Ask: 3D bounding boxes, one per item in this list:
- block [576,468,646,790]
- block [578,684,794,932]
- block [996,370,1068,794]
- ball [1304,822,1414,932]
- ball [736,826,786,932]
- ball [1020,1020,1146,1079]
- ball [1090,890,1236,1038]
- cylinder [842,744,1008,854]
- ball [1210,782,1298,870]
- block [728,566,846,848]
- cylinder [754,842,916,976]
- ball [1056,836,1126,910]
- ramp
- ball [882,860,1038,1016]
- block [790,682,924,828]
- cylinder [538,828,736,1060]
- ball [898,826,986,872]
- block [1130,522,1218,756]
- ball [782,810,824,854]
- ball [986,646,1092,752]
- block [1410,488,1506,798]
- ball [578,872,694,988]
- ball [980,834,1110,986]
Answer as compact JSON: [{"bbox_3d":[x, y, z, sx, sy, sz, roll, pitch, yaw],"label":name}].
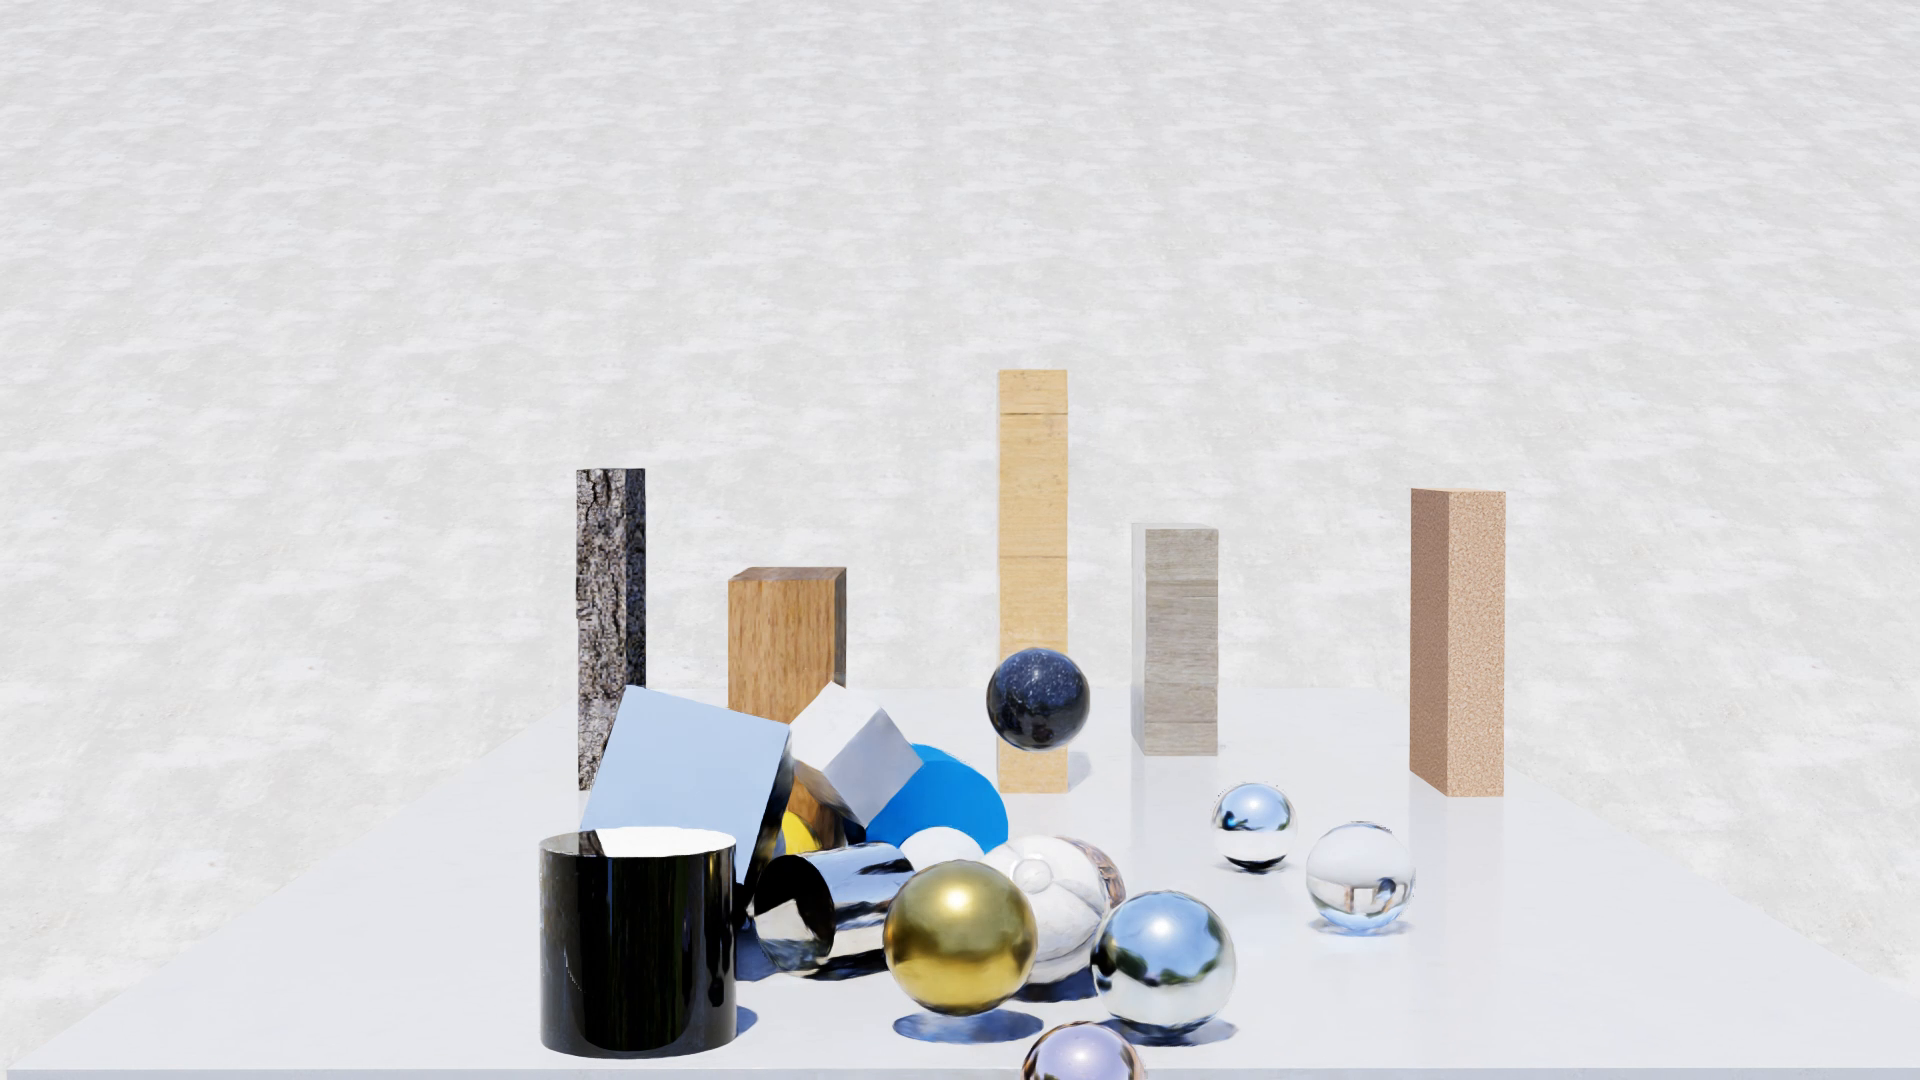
[{"bbox_3d":[-0.638,0.156,4.735,0.087,0.573,0.302,0,2,0],"label":"block"},{"bbox_3d":[-0.319,0.318,3.039,0.197,0.197,0.197,14,66,4],"label":"block"},{"bbox_3d":[0.129,0.068,4.712,0.121,0.749,0.336,0,2,0],"label":"block"},{"bbox_3d":[0.506,0.427,3.266,0.137,0.137,0.137,0,24,0],"label":"ball"},{"bbox_3d":[-0.319,0.395,3.224,0.203,0.203,0.203,0,24,0],"label":"ball"},{"bbox_3d":[0.115,0.512,2.414,0.120,0.120,0.120,0,24,0],"label":"ball"},{"bbox_3d":[0.212,0.441,2.683,0.152,0.152,0.152,0,24,0],"label":"ball"},{"bbox_3d":[-0.050,0.388,3.542,0.195,0.195,0.195,-5,3,-12],"label":"cylinder"},{"bbox_3d":[0.427,0.415,3.739,0.126,0.126,0.126,0,24,0],"label":"ball"},{"bbox_3d":[-0.239,0.264,3.628,0.142,0.436,0.372,0,2,0],"label":"block"},{"bbox_3d":[-0.143,0.433,3.034,0.141,0.141,0.141,-2,19,-46],"label":"cylinder"},{"bbox_3d":[0.122,0.428,3.050,0.152,0.152,0.152,0,24,0],"label":"ball"},{"bbox_3d":[0.055,0.499,4.546,2.000,0.100,4.000,0,2,0],"label":"ramp"},{"bbox_3d":[0.000,0.415,2.690,0.163,0.163,0.163,0,24,0],"label":"ball"},{"bbox_3d":[-0.147,0.280,3.371,0.116,0.116,0.116,-47,37,-18],"label":"block"},{"bbox_3d":[-0.334,0.415,2.678,0.204,0.204,0.204,0,2,0],"label":"cylinder"},{"bbox_3d":[-0.025,0.430,3.285,0.129,0.129,0.129,0,24,0],"label":"ball"},{"bbox_3d":[0.438,0.196,5.296,0.145,0.451,0.406,0,2,0],"label":"block"},{"bbox_3d":[-0.247,0.421,3.377,0.140,0.140,0.140,0,24,0],"label":"ball"},{"bbox_3d":[0.095,0.194,3.135,0.129,0.129,0.129,0,24,0],"label":"ball"},{"bbox_3d":[0.902,0.176,4.687,0.099,0.535,0.379,0,2,0],"label":"block"},{"bbox_3d":[-0.368,0.443,2.924,0.131,0.131,0.131,0,24,0],"label":"ball"},{"bbox_3d":[0.085,0.416,2.895,0.167,0.167,0.167,0,24,0],"label":"ball"}]
